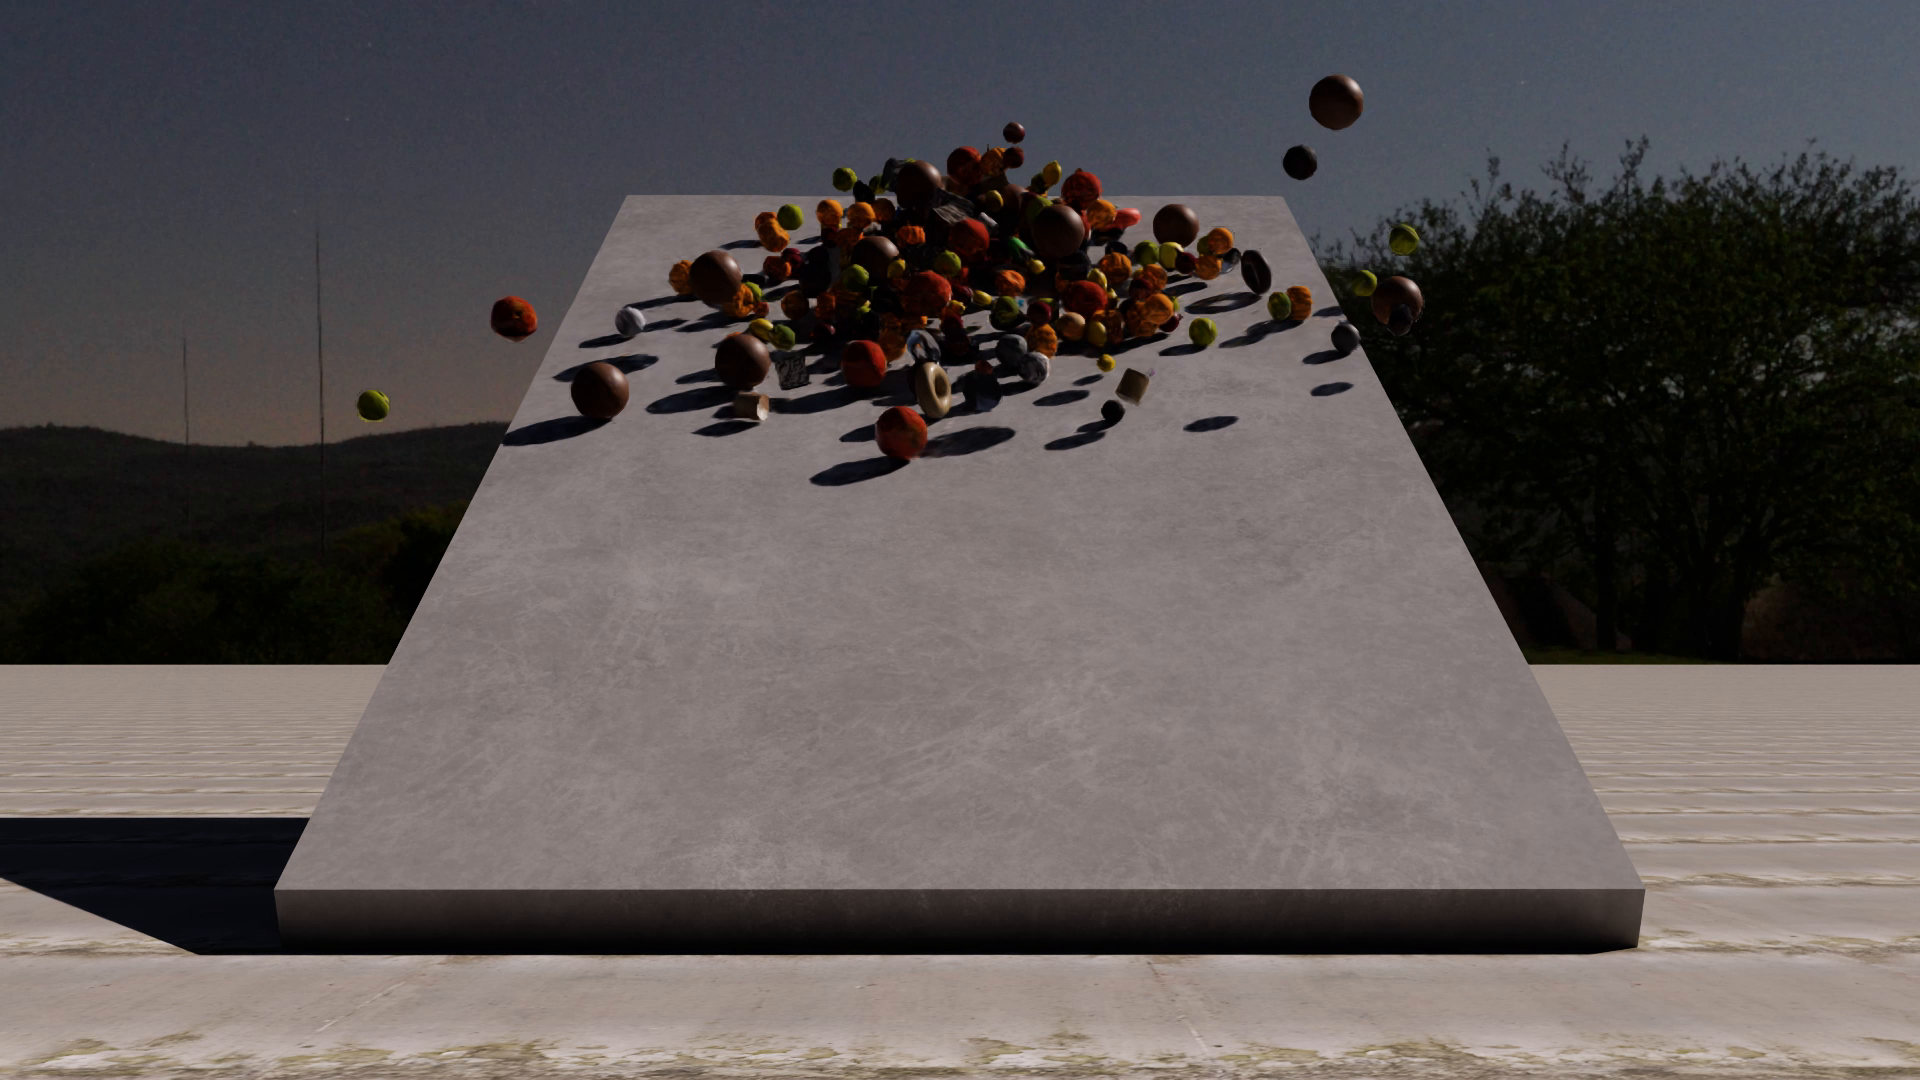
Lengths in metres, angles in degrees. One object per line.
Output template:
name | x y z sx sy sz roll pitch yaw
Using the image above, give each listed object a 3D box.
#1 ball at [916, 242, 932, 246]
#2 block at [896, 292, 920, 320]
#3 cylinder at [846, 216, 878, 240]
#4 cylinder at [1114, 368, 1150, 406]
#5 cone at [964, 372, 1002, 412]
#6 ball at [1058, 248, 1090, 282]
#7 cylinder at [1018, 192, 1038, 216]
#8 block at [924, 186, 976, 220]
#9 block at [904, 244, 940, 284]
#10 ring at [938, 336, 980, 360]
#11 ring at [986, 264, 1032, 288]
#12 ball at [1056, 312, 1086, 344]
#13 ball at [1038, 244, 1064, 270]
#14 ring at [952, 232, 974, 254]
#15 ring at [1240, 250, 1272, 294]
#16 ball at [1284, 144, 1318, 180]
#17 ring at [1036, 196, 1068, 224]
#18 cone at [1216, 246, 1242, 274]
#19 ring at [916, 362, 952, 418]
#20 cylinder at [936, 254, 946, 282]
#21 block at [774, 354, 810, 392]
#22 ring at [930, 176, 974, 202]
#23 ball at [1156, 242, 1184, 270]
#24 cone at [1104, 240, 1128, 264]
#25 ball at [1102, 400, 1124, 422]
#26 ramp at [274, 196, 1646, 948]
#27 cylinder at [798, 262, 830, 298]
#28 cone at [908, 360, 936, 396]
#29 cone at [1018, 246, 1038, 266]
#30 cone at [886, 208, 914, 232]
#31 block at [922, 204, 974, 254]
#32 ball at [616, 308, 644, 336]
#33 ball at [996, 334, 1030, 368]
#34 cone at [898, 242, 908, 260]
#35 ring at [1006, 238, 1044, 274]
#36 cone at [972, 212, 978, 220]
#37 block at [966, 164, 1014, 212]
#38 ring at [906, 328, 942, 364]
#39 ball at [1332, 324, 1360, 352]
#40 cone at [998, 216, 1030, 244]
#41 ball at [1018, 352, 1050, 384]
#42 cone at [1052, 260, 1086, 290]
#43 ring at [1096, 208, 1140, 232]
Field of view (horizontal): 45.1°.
ball | -0.102 -0.758 6.242 0.092 0.092 0.092 0 -3 0
block | -0.131 -0.601 5.917 0.054 0.054 0.054 4 25 7
cylinder | -0.279 -0.889 6.588 0.062 0.062 0.062 -3 15 44
cylinder | 0.385 -0.340 5.147 0.060 0.060 0.060 28 -6 3
cone | 0.042 -0.334 5.307 0.089 0.089 0.089 1 -4 -12
ball | 0.283 -0.683 5.742 0.084 0.084 0.084 0 -3 0
cylinder | 0.194 -0.949 6.520 0.050 0.050 0.050 -5 -20 -2
block | -0.029 -0.905 6.361 0.094 0.094 0.094 18 10 -24
block | -0.098 -0.704 5.890 0.082 0.082 0.082 7 -3 -2
ring | -0.005 -0.467 5.626 0.109 0.036 0.109 2 26 -1
ring | 0.132 -0.708 6.190 0.122 0.041 0.122 1 23 0
ball | 0.275 -0.524 5.709 0.077 0.077 0.077 0 -3 0
ball | 0.250 -0.773 6.307 0.070 0.070 0.070 0 -3 0
ring | 0.002 -0.836 6.470 0.088 0.088 0.029 -2 -44 39
ring | 0.779 -0.705 6.076 0.041 0.122 0.122 -23 4 -17
ball | 0.888 -0.985 6.025 0.090 0.090 0.090 0 -3 0
ring | 0.265 -0.945 6.615 0.107 0.036 0.107 -35 -2 -2
cone | 0.728 -0.749 6.301 0.072 0.072 0.072 11 -39 9
ring | -0.060 -0.337 5.205 0.043 0.130 0.130 -11 -7 25
cylinder | -0.088 -0.722 6.118 0.075 0.075 0.075 8 1 30
block | -0.387 -0.386 5.321 0.066 0.066 0.066 -15 10 -6
ring | -0.022 -0.994 6.645 0.128 0.128 0.043 1 -28 -13
ball | 0.575 -0.778 6.313 0.075 0.075 0.075 0 -3 0
cone | 0.425 -0.787 6.391 0.067 0.067 0.067 0 -6 -9
ball | 0.344 -0.290 5.190 0.052 0.052 0.052 0 -3 0
ramp | -0.007 -0.225 5.230 2.000 0.100 4.000 0 23 0
cylinder | -0.367 -0.655 5.828 0.075 0.075 0.075 1 -8 -10
cone | -0.063 -0.370 5.390 0.091 0.091 0.091 -1 -6 23
cone | 0.169 -0.765 6.151 0.053 0.053 0.053 -3 -39 46
cone | -0.185 -0.911 6.672 0.071 0.071 0.071 -40 5 -10
block | -0.031 -0.840 6.240 0.089 0.089 0.089 42 40 21
ball | -0.822 -0.544 5.756 0.073 0.073 0.073 0 -3 0
ball | 0.125 -0.453 5.534 0.082 0.082 0.082 0 -3 0
cone | -0.133 -0.797 6.339 0.054 0.054 0.054 3 -7 -45
ring | 0.176 -0.769 6.256 0.043 0.128 0.128 -45 -13 10
cone | 0.031 -0.911 6.567 0.065 0.065 0.065 -43 10 -15
block | 0.084 -1.017 6.678 0.089 0.089 0.089 -26 29 -12
ring | -0.087 -0.457 5.519 0.036 0.109 0.109 -32 -20 30
ball | 0.944 -0.495 5.653 0.070 0.070 0.070 0 -3 0
cone | 0.152 -0.871 6.574 0.089 0.089 0.089 0 -4 1
ball | 0.174 -0.406 5.432 0.076 0.076 0.076 0 -3 0
cone | 0.289 -0.706 6.183 0.095 0.095 0.095 0 -4 -1
ring | 0.453 -0.919 6.638 0.135 0.045 0.135 -14 1 0
